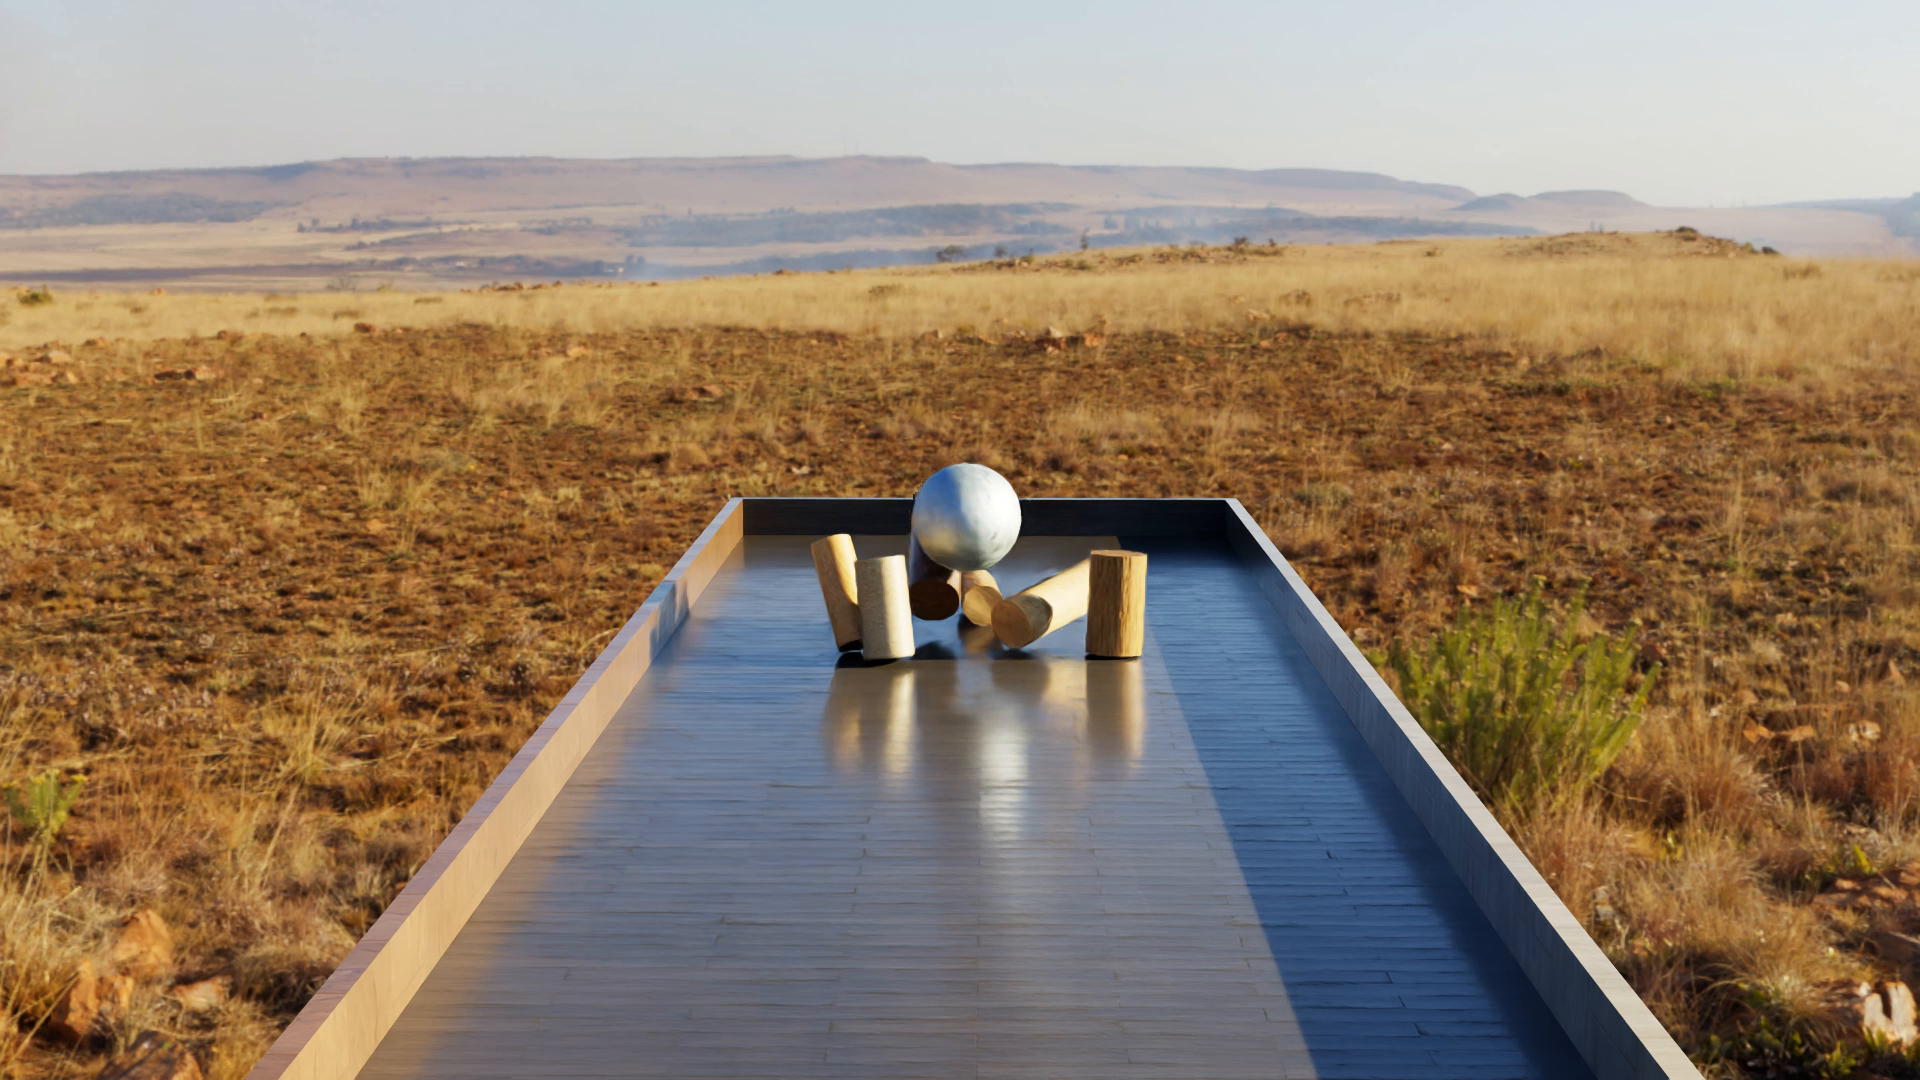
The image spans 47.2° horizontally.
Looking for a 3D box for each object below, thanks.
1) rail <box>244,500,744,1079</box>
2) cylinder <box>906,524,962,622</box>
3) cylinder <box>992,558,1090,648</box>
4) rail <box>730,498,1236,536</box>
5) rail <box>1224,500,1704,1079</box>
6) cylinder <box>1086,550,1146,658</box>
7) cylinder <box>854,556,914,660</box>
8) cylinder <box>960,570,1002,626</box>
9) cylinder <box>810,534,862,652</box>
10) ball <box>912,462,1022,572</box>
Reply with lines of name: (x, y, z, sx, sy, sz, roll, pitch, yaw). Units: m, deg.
rail: (-1.004, 0.839, 3.234, 0.050, 0.150, 12.000, 0, 9, 1)
cylinder: (-0.081, 0.056, 7.238, 0.176, 0.176, 0.438, 0, 40, 2)
cylinder: (0.303, 0.196, 6.987, 0.158, 0.158, 0.438, 8, 24, 42)
rail: (0.099, -0.098, 9.147, 2.100, 0.150, 0.050, 0, 9, 1)
rail: (1.046, 0.843, 3.208, 0.050, 0.150, 12.000, 0, 9, 1)
cylinder: (0.480, 0.194, 6.768, 0.174, 0.308, 0.174, 2, 6, 0)
cylinder: (-0.230, 0.205, 6.666, 0.156, 0.303, 0.156, -6, -1, 0)
cylinder: (0.067, 0.189, 7.383, 0.135, 0.135, 0.330, -1, 9, -4)
cylinder: (-0.358, 0.164, 6.821, 0.129, 0.341, 0.129, -15, -16, -4)
ball: (0.020, -0.072, 7.007, 0.348, 0.348, 0.348, 0, 9, 0)
